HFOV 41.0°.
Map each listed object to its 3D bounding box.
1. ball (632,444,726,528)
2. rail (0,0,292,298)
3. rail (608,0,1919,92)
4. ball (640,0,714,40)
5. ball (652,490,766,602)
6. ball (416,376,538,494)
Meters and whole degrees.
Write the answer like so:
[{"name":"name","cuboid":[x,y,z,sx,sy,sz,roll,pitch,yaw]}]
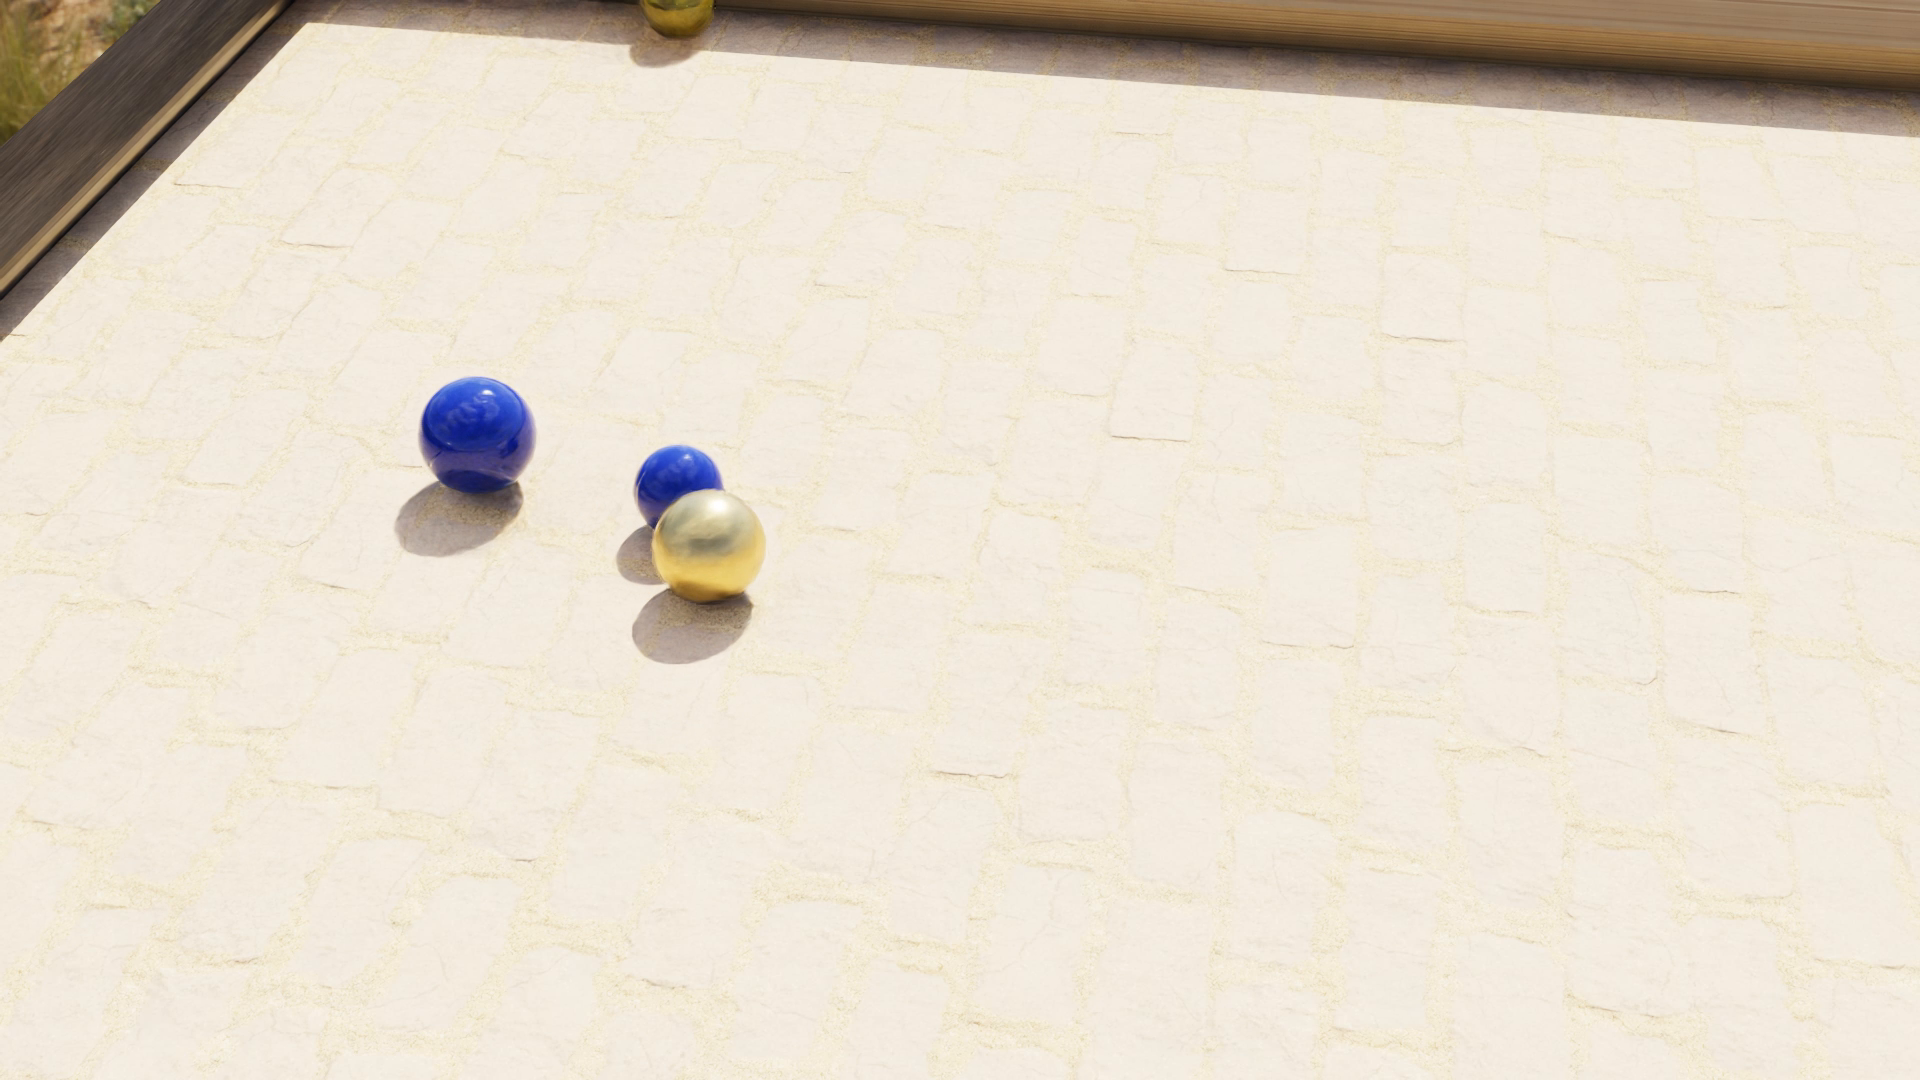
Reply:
[{"name":"ball","cuboid":[-0.213,-0.037,1.941,0.070,0.070,0.070,0,35,0]},{"name":"rail","cuboid":[-0.870,-0.101,1.986,0.045,0.120,2.039,6,35,8]},{"name":"rail","cuboid":[1.063,-0.484,2.544,3.626,0.120,0.045,6,35,8]},{"name":"ball","cuboid":[-0.298,-0.566,2.704,0.076,0.076,0.076,0,35,0]},{"name":"ball","cuboid":[-0.182,0.004,1.868,0.083,0.083,0.083,0,35,0]},{"name":"ball","cuboid":[-0.373,-0.081,1.984,0.092,0.092,0.092,0,35,0]}]
